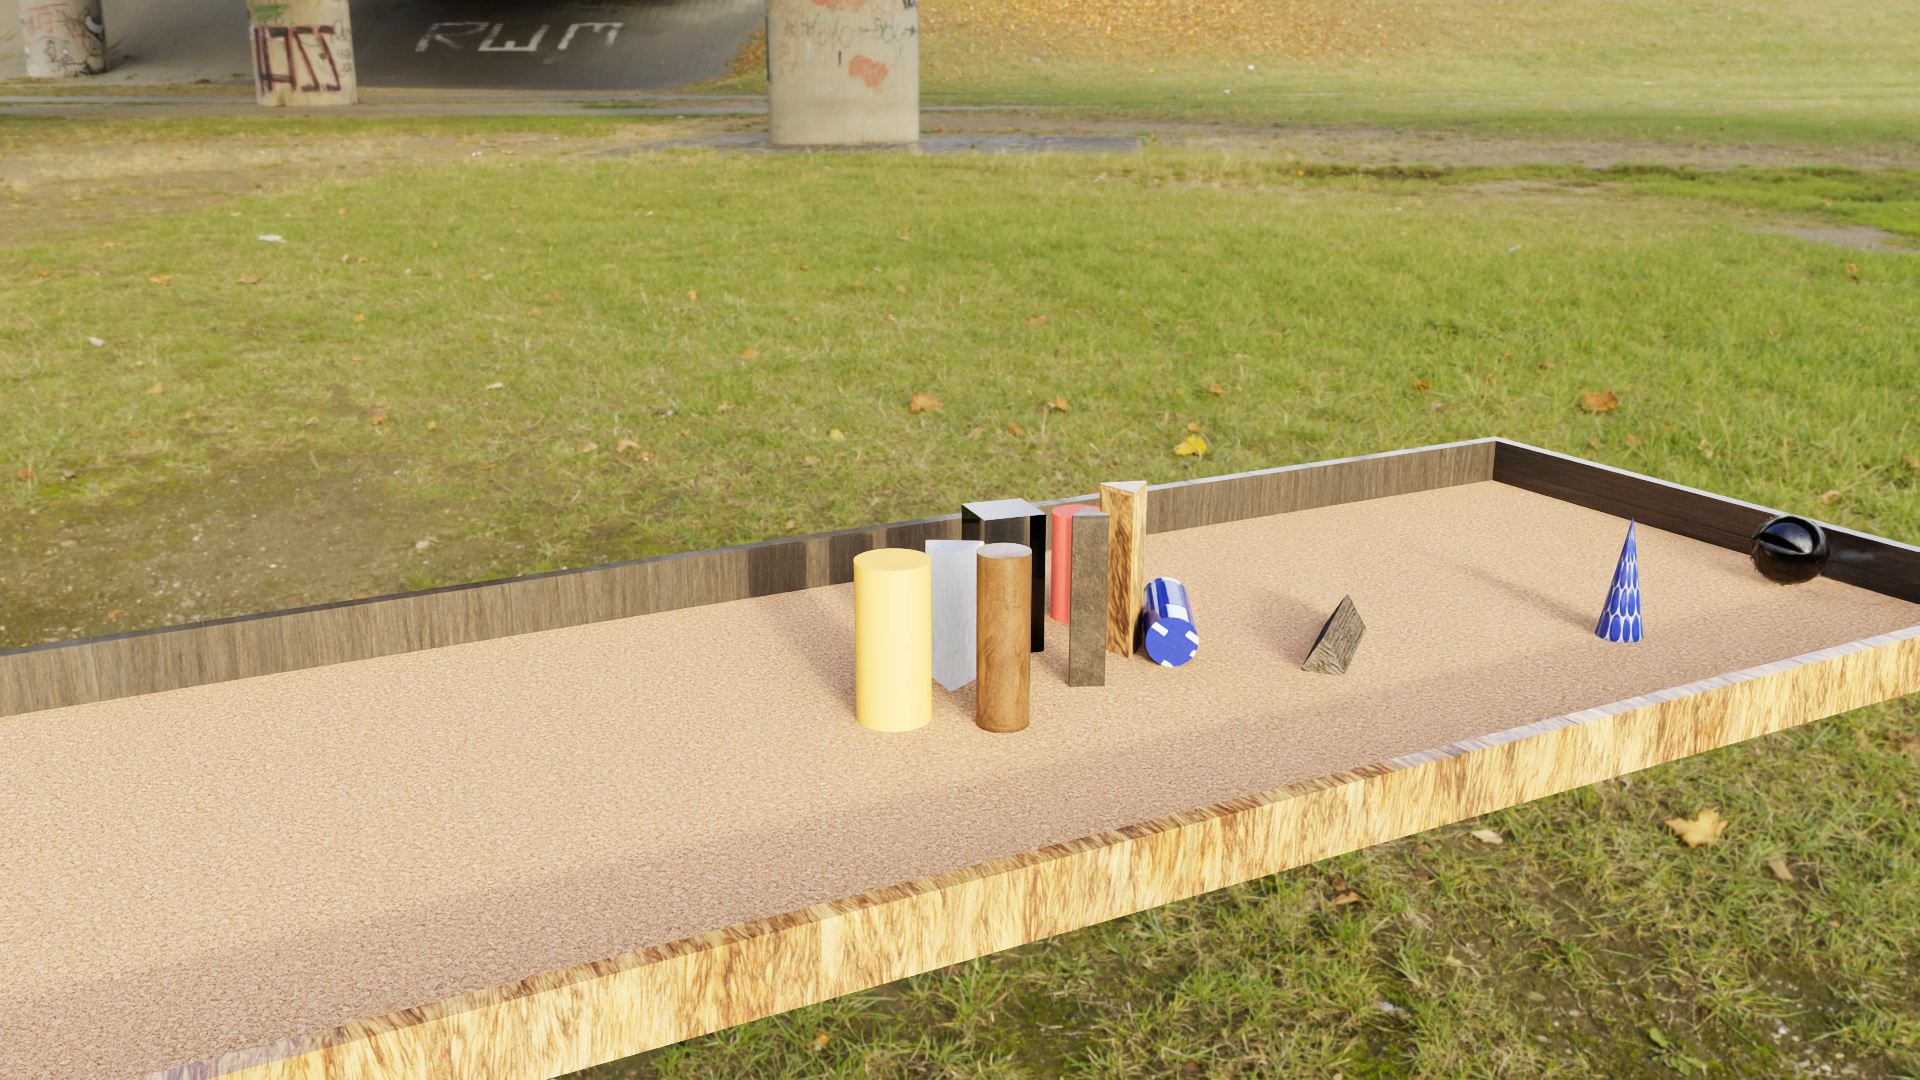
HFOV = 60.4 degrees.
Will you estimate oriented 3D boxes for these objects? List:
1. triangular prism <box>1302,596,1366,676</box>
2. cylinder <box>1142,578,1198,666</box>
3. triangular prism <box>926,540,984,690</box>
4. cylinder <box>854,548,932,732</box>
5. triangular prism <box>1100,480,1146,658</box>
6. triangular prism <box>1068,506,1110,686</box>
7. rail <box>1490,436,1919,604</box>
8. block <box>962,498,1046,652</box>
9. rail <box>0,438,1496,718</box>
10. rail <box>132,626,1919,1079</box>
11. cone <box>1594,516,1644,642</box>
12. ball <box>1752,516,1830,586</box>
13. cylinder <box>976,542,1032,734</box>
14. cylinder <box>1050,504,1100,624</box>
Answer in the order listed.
[{"bbox_3d":[0.991,0.243,4.350,0.110,0.095,0.373,6,17,21],"label":"triangular prism"},{"bbox_3d":[0.554,0.214,4.386,0.135,0.135,0.334,1,16,3],"label":"cylinder"},{"bbox_3d":[-0.033,0.179,4.123,0.123,0.352,0.143,11,19,32],"label":"triangular prism"},{"bbox_3d":[-0.156,0.233,3.867,0.180,0.392,0.180,0,16,0],"label":"cylinder"},{"bbox_3d":[0.444,0.071,4.318,0.107,0.448,0.124,-14,21,-39],"label":"triangular prism"},{"bbox_3d":[0.313,0.142,4.088,0.090,0.443,0.078,-1,16,-3],"label":"triangular prism"},{"bbox_3d":[2.466,-0.048,5.253,0.050,0.150,2.100,-9,18,-27],"label":"rail"},{"bbox_3d":[0.113,0.099,4.350,0.170,0.376,0.170,-6,17,-19],"label":"block"},{"bbox_3d":[-3.305,0.497,3.399,12.000,0.150,0.050,-9,18,-27],"label":"rail"},{"bbox_3d":[-2.336,1.006,1.665,12.000,0.150,0.050,-9,18,-27],"label":"rail"},{"bbox_3d":[1.788,0.097,4.428,0.123,0.336,0.123,0,16,0],"label":"cone"},{"bbox_3d":[2.458,0.030,4.884,0.207,0.207,0.207,0,16,0],"label":"ball"},{"bbox_3d":[0.101,0.228,3.829,0.127,0.424,0.127,0,16,0],"label":"cylinder"},{"bbox_3d":[0.328,0.067,4.589,0.149,0.303,0.149,0,16,0],"label":"cylinder"}]
